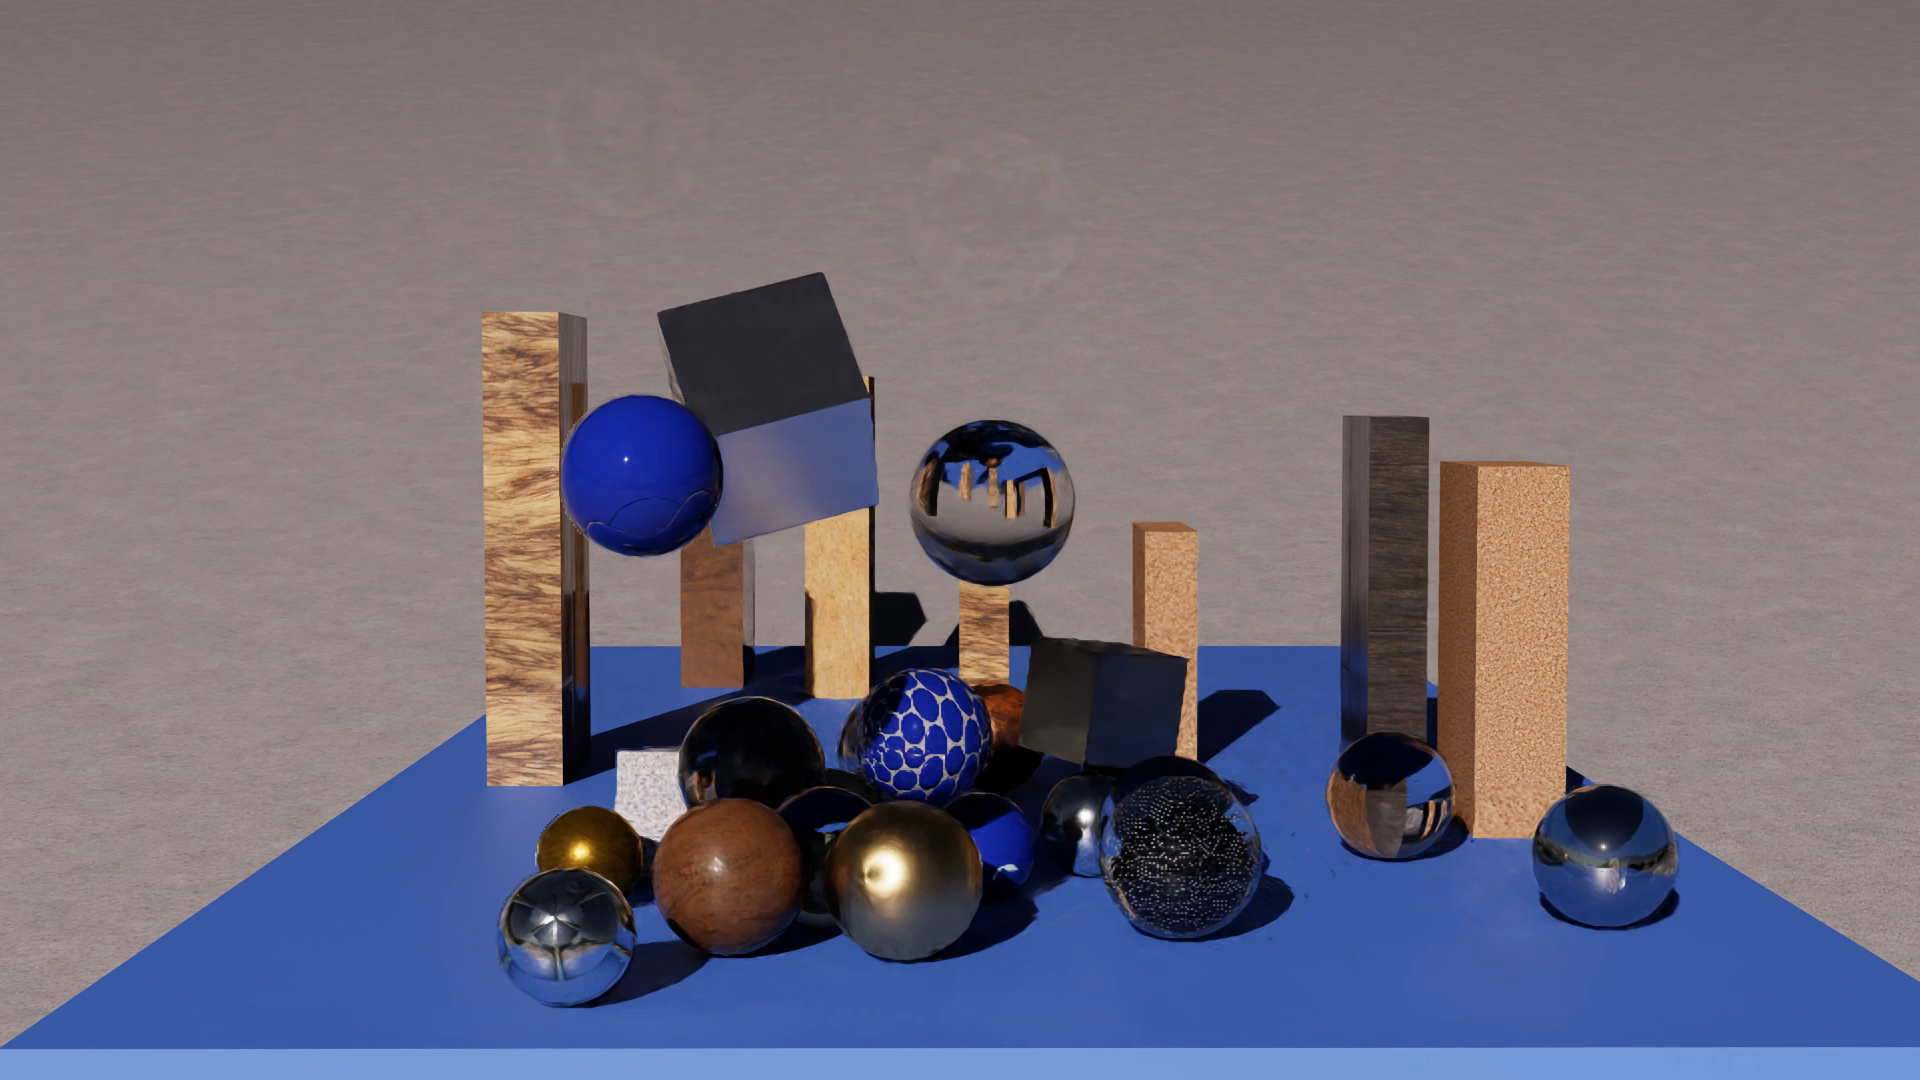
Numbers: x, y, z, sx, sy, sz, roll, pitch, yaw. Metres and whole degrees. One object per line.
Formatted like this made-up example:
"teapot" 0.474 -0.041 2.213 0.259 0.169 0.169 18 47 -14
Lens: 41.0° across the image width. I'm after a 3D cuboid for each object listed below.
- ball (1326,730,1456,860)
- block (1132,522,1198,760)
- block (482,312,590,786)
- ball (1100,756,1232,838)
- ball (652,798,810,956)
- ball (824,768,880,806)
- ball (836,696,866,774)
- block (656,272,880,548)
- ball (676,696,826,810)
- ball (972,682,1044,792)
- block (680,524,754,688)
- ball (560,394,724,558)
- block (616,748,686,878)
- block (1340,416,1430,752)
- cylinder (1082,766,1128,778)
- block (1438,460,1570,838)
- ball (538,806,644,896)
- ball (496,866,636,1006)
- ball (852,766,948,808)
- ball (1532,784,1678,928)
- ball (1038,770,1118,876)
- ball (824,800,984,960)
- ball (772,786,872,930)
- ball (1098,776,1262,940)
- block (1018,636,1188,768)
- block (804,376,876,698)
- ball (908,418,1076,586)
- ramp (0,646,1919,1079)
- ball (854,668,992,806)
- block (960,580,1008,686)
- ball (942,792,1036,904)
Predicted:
"ball" 0.594 0.353 3.550 0.177 0.177 0.177 0 21 0
"block" 0.361 0.180 4.553 0.089 0.407 0.324 0 3 0
"block" -0.715 0.007 4.358 0.124 0.775 0.327 0 3 0
"ball" 0.270 0.366 3.293 0.181 0.181 0.181 0 21 0
"ball" -0.264 0.386 2.952 0.181 0.181 0.181 0 21 0
"ball" -0.174 0.376 3.385 0.149 0.149 0.149 0 21 0
"ball" -0.084 0.320 3.876 0.206 0.206 0.206 0 21 0
"block" -0.203 -0.139 2.739 0.182 0.182 0.182 -15 55 -9
"ball" -0.261 0.289 3.216 0.187 0.187 0.187 0 21 0
"ball" 0.053 0.319 4.153 0.177 0.177 0.177 0 21 0
"block" -0.542 -0.019 5.755 0.136 0.666 0.313 0 3 0
"ball" -0.307 -0.062 2.479 0.157 0.157 0.157 0 21 0
"block" -0.347 0.360 3.404 0.162 0.162 0.162 0 -3 18
"block" 0.660 0.111 4.011 0.090 0.607 0.271 0 3 0
"cylinder" 0.239 0.372 3.622 0.130 0.130 0.130 0 21 5
"block" 0.809 0.155 3.846 0.132 0.538 0.289 0 3 0
"ball" -0.460 0.397 3.199 0.131 0.131 0.131 0 21 0
"ball" -0.414 0.418 2.708 0.146 0.146 0.146 0 21 0
"ball" -0.089 0.368 3.510 0.153 0.153 0.153 0 21 0
"ball" 0.778 0.381 3.101 0.172 0.172 0.172 0 21 0
"ball" 0.175 0.379 3.432 0.140 0.140 0.140 0 21 0
"ball" -0.063 0.387 2.925 0.182 0.182 0.182 0 21 0
"ball" -0.164 0.383 3.098 0.171 0.171 0.171 0 21 0
"ball" 0.261 0.375 3.037 0.193 0.193 0.193 0 21 0
"block" 0.196 0.223 3.523 0.153 0.153 0.153 6 3 -34
"block" -0.259 -0.015 5.590 0.134 0.678 0.400 0 3 0
"ball" 0.037 -0.043 2.971 0.194 0.194 0.194 0 21 0
"ramp" 0.048 0.435 4.532 2.000 0.100 4.000 0 3 0
"ball" -0.044 0.237 3.097 0.167 0.167 0.167 0 21 0
"block" 0.042 0.127 4.687 0.087 0.498 0.274 0 3 0
"ball" 0.027 0.389 3.251 0.140 0.140 0.140 0 21 0
